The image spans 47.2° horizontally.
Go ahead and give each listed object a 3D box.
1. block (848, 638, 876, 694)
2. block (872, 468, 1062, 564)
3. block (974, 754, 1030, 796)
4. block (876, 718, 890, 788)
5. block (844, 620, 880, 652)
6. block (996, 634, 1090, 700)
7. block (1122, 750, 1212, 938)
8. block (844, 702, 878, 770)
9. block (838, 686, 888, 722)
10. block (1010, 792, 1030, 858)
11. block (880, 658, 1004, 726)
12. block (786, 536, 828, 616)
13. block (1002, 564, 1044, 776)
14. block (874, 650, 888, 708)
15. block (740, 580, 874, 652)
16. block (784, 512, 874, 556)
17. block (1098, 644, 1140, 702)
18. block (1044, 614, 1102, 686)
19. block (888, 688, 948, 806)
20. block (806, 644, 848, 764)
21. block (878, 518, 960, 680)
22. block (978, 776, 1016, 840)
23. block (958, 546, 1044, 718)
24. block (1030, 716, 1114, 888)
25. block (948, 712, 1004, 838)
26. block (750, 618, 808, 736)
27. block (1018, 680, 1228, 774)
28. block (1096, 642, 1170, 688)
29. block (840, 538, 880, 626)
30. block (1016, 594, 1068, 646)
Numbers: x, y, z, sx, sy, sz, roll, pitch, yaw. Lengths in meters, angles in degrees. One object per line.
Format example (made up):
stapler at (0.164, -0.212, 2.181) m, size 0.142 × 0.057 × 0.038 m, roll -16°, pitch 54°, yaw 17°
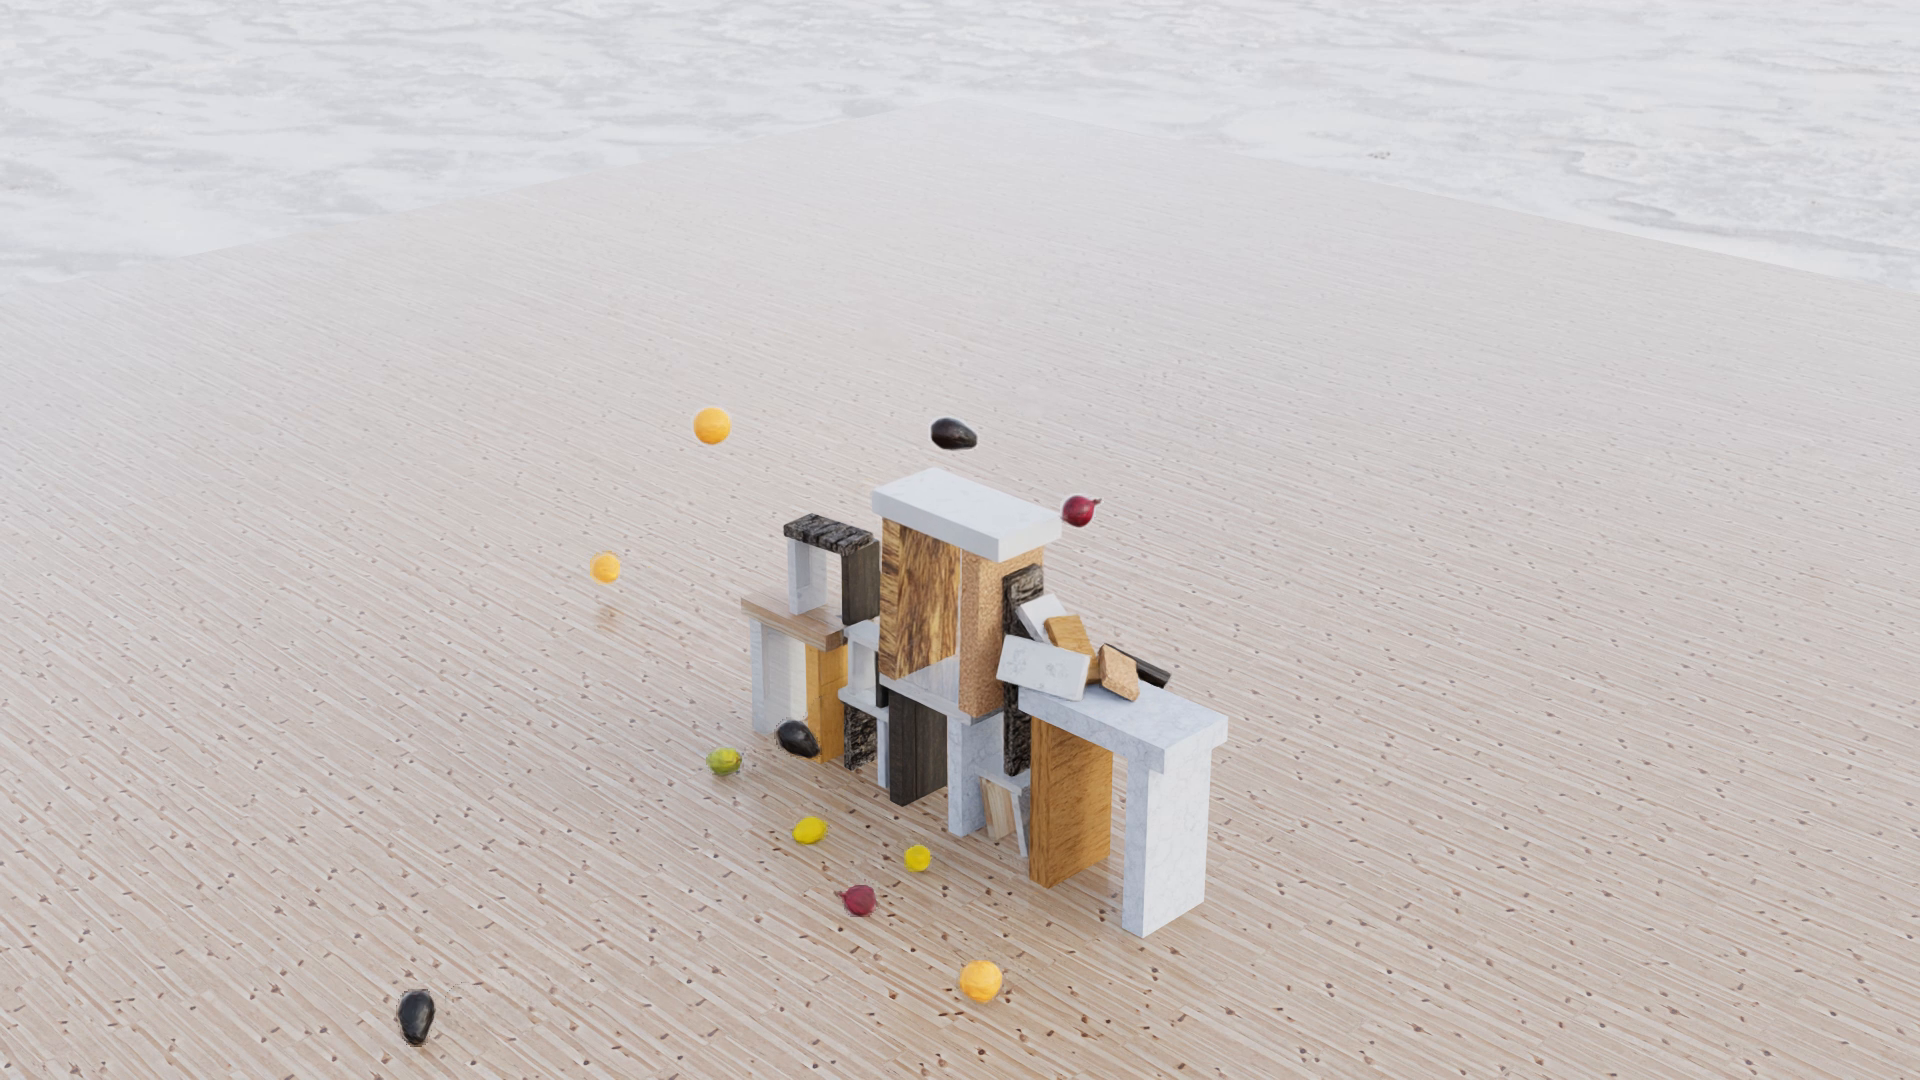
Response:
block at (-0.203, 0.253, 4.550) m, size 0.063 × 0.125 × 0.018 m, roll -21°, pitch 31°, yaw -41°
block at (0.010, -0.051, 4.190) m, size 0.340 × 0.048 × 0.170 m, roll 22°, pitch 31°, yaw 40°
block at (0.098, 0.461, 4.313) m, size 0.066 × 0.019 × 0.131 m, roll -20°, pitch 30°, yaw -39°
block at (-0.135, 0.428, 4.552) m, size 0.078 × 0.156 × 0.022 m, roll -21°, pitch 31°, yaw -41°
block at (-0.173, 0.199, 4.494) m, size 0.063 × 0.018 × 0.125 m, roll -20°, pitch 30°, yaw -40°
block at (0.154, 0.235, 4.059) m, size 0.169 × 0.085 × 0.024 m, roll 14°, pitch 4°, yaw 29°
block at (0.380, 0.537, 4.042) m, size 0.050 × 0.355 × 0.177 m, roll 21°, pitch 31°, yaw 41°
block at (-0.208, 0.399, 4.620) m, size 0.078 × 0.156 × 0.022 m, roll -21°, pitch 31°, yaw -41°
block at (-0.171, 0.332, 4.551) m, size 0.078 × 0.022 × 0.156 m, roll -21°, pitch 31°, yaw -41°
block at (0.139, 0.547, 4.303) m, size 0.066 × 0.131 × 0.019 m, roll -21°, pitch 18°, yaw -40°
block at (-0.025, 0.290, 4.368) m, size 0.129 × 0.037 × 0.258 m, roll -21°, pitch 31°, yaw -40°
block at (-0.319, 0.064, 4.602) m, size 0.024 × 0.171 × 0.086 m, roll 21°, pitch 31°, yaw 41°
block at (0.122, 0.253, 4.234) m, size 0.085 × 0.424 × 0.024 m, roll -22°, pitch 32°, yaw -39°
block at (-0.145, 0.276, 4.495) m, size 0.063 × 0.125 × 0.018 m, roll -21°, pitch 31°, yaw -41°
block at (-0.324, 0.159, 4.647) m, size 0.270 × 0.038 × 0.135 m, roll 21°, pitch 31°, yaw 41°
block at (-0.272, -0.012, 4.530) m, size 0.171 × 0.024 × 0.085 m, roll 18°, pitch 29°, yaw 35°
block at (0.294, 0.246, 4.079) m, size 0.070 × 0.020 × 0.140 m, roll 27°, pitch 20°, yaw -11°
block at (0.213, 0.206, 4.103) m, size 0.070 × 0.020 × 0.140 m, roll -5°, pitch 58°, yaw -30°
block at (-0.085, 0.402, 4.482) m, size 0.037 × 0.258 × 0.129 m, roll 21°, pitch 31°, yaw 41°
block at (-0.260, 0.325, 4.648) m, size 0.038 × 0.270 × 0.135 m, roll 21°, pitch 31°, yaw 41°
block at (-0.079, 0.093, 4.347) m, size 0.170 × 0.340 × 0.048 m, roll -21°, pitch 34°, yaw -40°
block at (0.077, 0.522, 4.362) m, size 0.066 × 0.131 × 0.019 m, roll -21°, pitch 17°, yaw -40°
block at (0.078, 0.155, 4.205) m, size 0.170 × 0.340 × 0.048 m, roll -21°, pitch 32°, yaw -40°
block at (0.213, 0.471, 4.196) m, size 0.050 × 0.355 × 0.177 m, roll 21°, pitch 31°, yaw 41°
block at (0.036, 0.450, 4.371) m, size 0.129 × 0.258 × 0.037 m, roll -21°, pitch 31°, yaw -40°
block at (-0.388, 0.276, 4.765) m, size 0.038 × 0.270 × 0.135 m, roll 21°, pitch 31°, yaw 41°
block at (0.297, 0.318, 4.040) m, size 0.355 × 0.050 × 0.177 m, roll 21°, pitch 31°, yaw 41°
block at (0.327, 0.248, 4.206) m, size 0.140 × 0.070 × 0.020 m, roll 25°, pitch 61°, yaw 1°
block at (-0.205, 0.087, 4.548) m, size 0.086 × 0.171 × 0.024 m, roll -21°, pitch 30°, yaw -40°
block at (0.184, 0.185, 4.134) m, size 0.085 × 0.024 × 0.169 m, roll -18°, pitch 66°, yaw -36°
